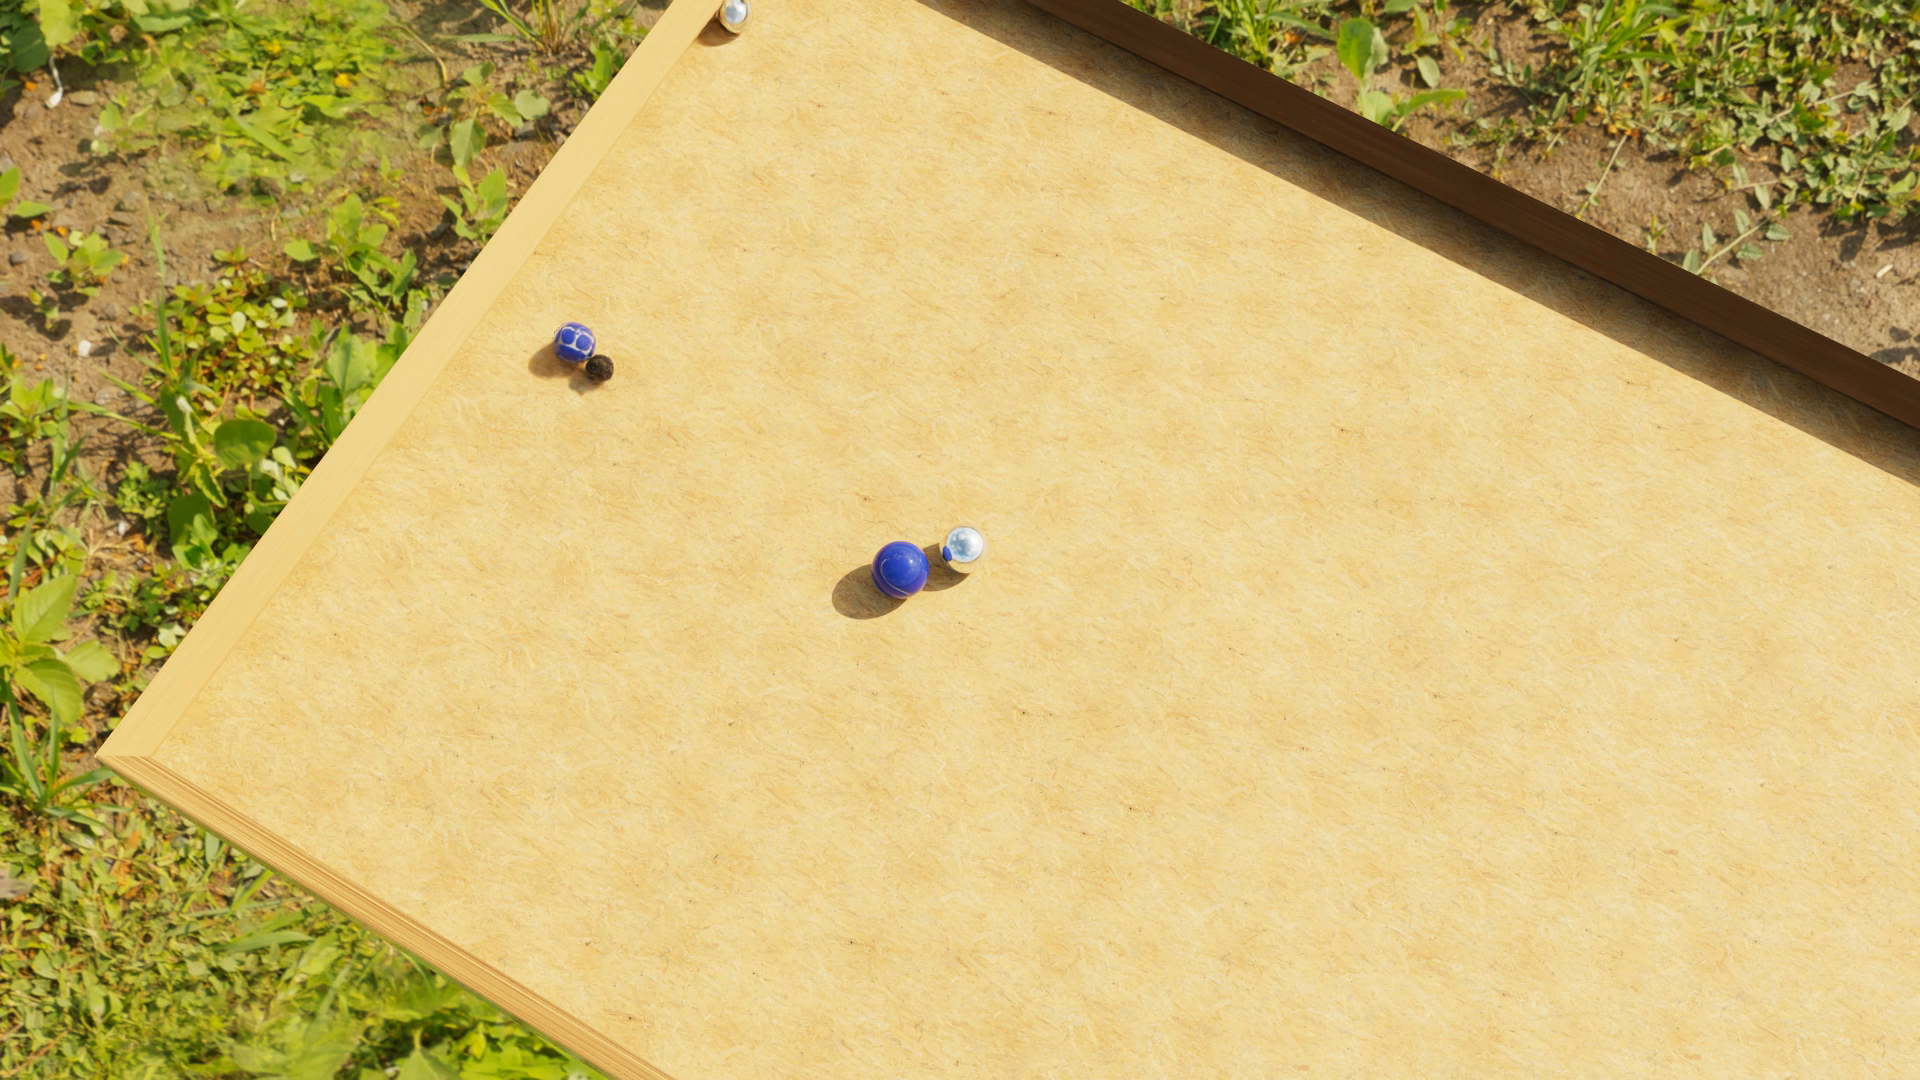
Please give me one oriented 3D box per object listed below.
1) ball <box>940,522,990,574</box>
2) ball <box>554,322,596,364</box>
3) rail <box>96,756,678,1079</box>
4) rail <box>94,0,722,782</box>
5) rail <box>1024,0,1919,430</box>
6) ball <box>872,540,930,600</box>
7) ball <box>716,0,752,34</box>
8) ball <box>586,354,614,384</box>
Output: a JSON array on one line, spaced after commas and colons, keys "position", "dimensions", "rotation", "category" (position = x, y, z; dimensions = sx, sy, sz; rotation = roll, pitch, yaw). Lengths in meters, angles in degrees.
[{"position": [0.007, 0.013, 3.496], "dimensions": [0.081, 0.081, 0.081], "rotation": [0, 67, 0], "category": "ball"}, {"position": [-0.638, -0.326, 3.645], "dimensions": [0.069, 0.069, 0.069], "rotation": [0, 67, 0], "category": "ball"}, {"position": [0.312, 1.184, 2.982], "dimensions": [3.689, 0.120, 0.045], "rotation": [28, 70, 11], "category": "rail"}, {"position": [-0.776, -0.427, 3.659], "dimensions": [0.045, 0.120, 1.968], "rotation": [28, 70, 11], "category": "rail"}, {"position": [1.281, -0.346, 3.625], "dimensions": [3.689, 0.120, 0.045], "rotation": [28, 70, 11], "category": "rail"}, {"position": [-0.094, 0.047, 3.476], "dimensions": [0.093, 0.093, 0.093], "rotation": [0, 67, 0], "category": "ball"}, {"position": [-0.400, -0.932, 3.903], "dimensions": [0.063, 0.063, 0.063], "rotation": [0, 67, 0], "category": "ball"}, {"position": [-0.596, -0.284, 3.639], "dimensions": [0.048, 0.048, 0.048], "rotation": [0, 67, 0], "category": "ball"}]
